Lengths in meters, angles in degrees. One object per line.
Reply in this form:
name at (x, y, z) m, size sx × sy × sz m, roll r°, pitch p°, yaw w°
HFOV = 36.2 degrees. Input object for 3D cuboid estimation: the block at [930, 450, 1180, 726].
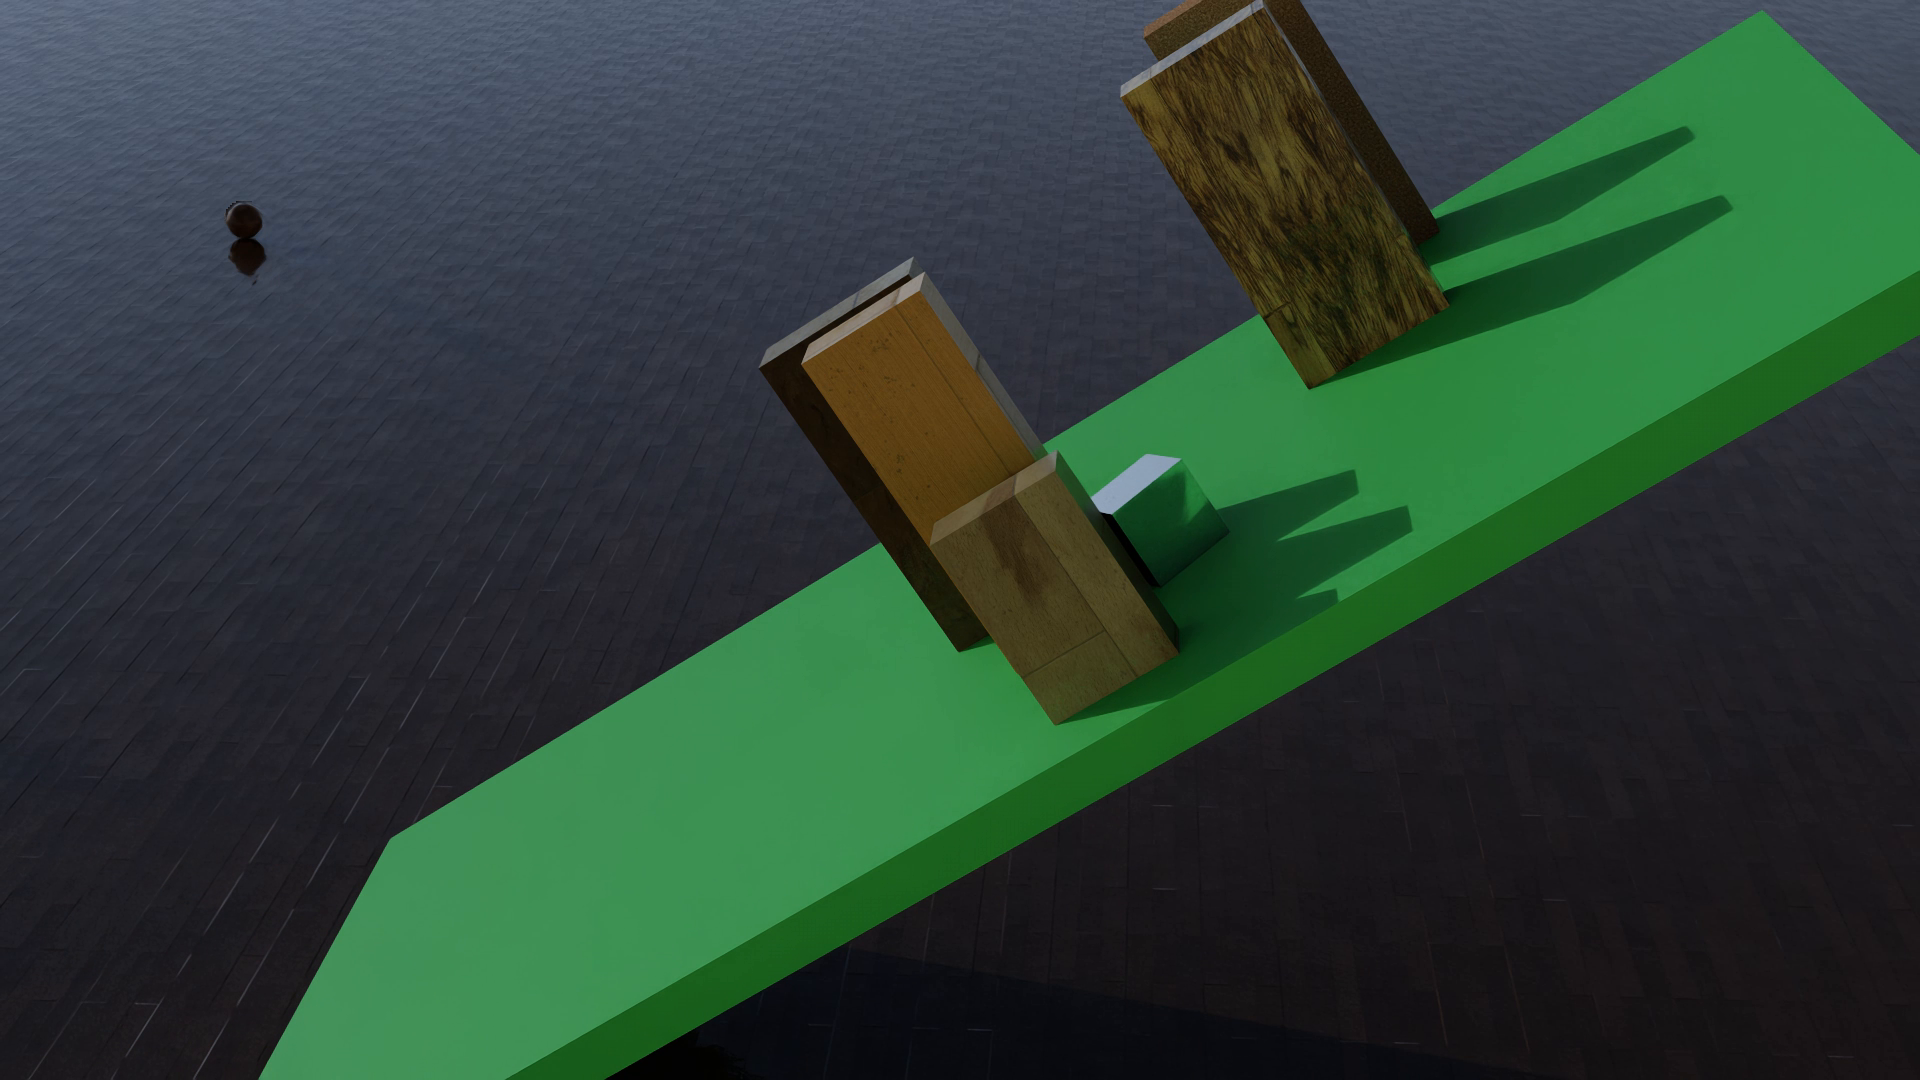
block at (0.178, 0.089, 5.455) m, size 0.274 × 0.422 × 0.123 m, roll -31°, pitch 15°, yaw 14°

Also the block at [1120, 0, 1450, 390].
block at (0.690, -0.730, 6.236) m, size 0.348 × 0.754 × 0.121 m, roll -31°, pitch 15°, yaw 14°

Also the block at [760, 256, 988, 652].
block at (-0.049, -0.173, 6.126) m, size 0.370 × 0.742 × 0.140 m, roll -31°, pitch 15°, yaw 14°

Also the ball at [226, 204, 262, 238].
ball at (-3.366, -1.501, 13.839) m, size 0.167 × 0.167 × 0.167 m, roll 0°, pitch 20°, yaw 0°

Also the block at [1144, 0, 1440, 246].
block at (0.761, -0.941, 6.748) m, size 0.332 × 0.745 × 0.124 m, roll -31°, pitch 15°, yaw 14°

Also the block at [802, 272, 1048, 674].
block at (0.023, -0.128, 5.792) m, size 0.275 × 0.763 × 0.136 m, roll -31°, pitch 15°, yaw 14°

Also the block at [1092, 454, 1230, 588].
block at (0.387, -0.040, 5.873) m, size 0.182 × 0.182 × 0.182 m, roll -38°, pitch 15°, yaw -12°

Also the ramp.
ramp at (0.139, 0.171, 6.297) m, size 4.000 × 0.100 × 2.000 m, roll -31°, pitch 15°, yaw 14°
